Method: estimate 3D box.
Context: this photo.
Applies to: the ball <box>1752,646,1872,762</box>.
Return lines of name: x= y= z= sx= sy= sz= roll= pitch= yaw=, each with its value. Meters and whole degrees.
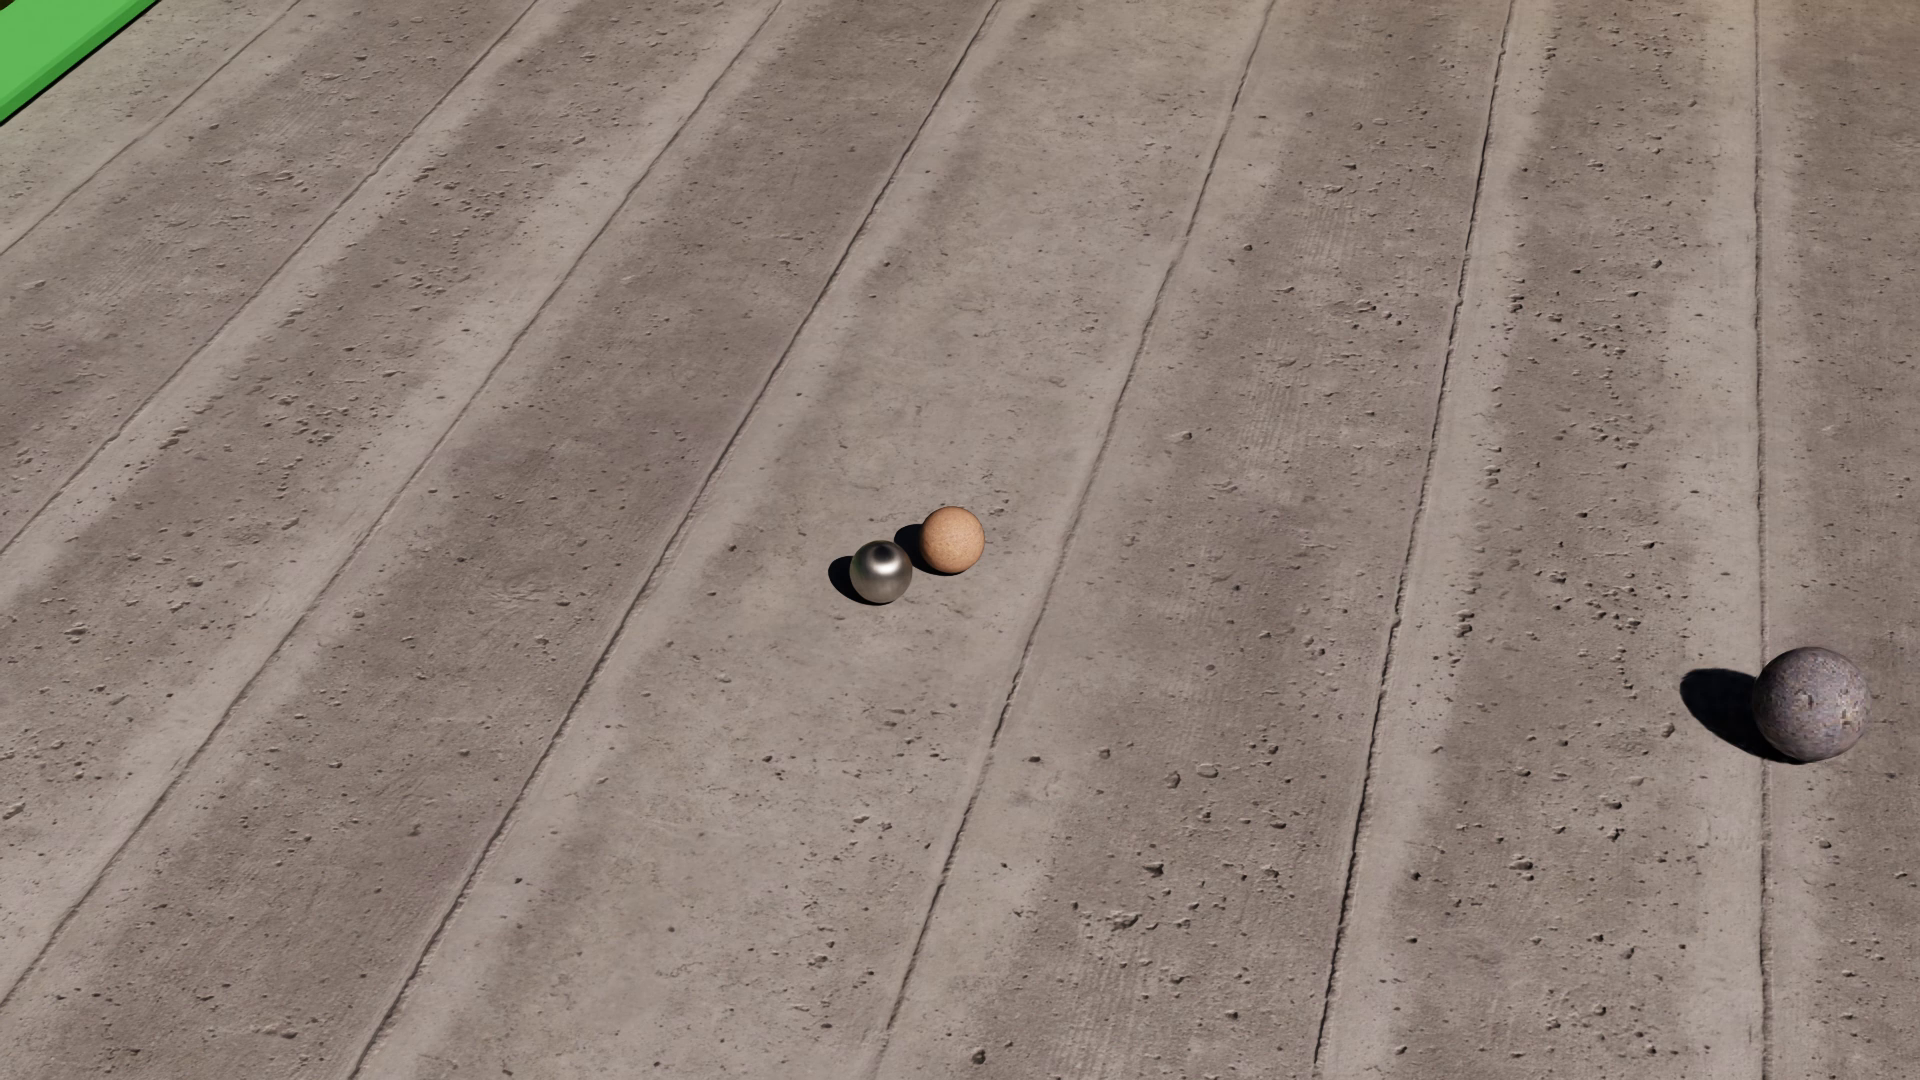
ball: x=0.555 y=0.107 z=1.673 sx=0.075 sy=0.075 sz=0.075 roll=0 pitch=35 yaw=0

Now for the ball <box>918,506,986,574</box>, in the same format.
ball: x=-0.006 y=0.000 z=1.850 sx=0.048 sy=0.048 sz=0.048 roll=0 pitch=35 yaw=0

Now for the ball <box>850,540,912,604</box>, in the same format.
ball: x=-0.056 y=0.022 z=1.820 sx=0.045 sy=0.045 sz=0.045 roll=0 pitch=35 yaw=0

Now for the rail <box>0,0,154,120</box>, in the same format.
rail: x=-1.023 y=-0.168 z=2.047 sx=0.045 sy=0.097 sz=2.524 roll=8 pitch=36 yaw=12
